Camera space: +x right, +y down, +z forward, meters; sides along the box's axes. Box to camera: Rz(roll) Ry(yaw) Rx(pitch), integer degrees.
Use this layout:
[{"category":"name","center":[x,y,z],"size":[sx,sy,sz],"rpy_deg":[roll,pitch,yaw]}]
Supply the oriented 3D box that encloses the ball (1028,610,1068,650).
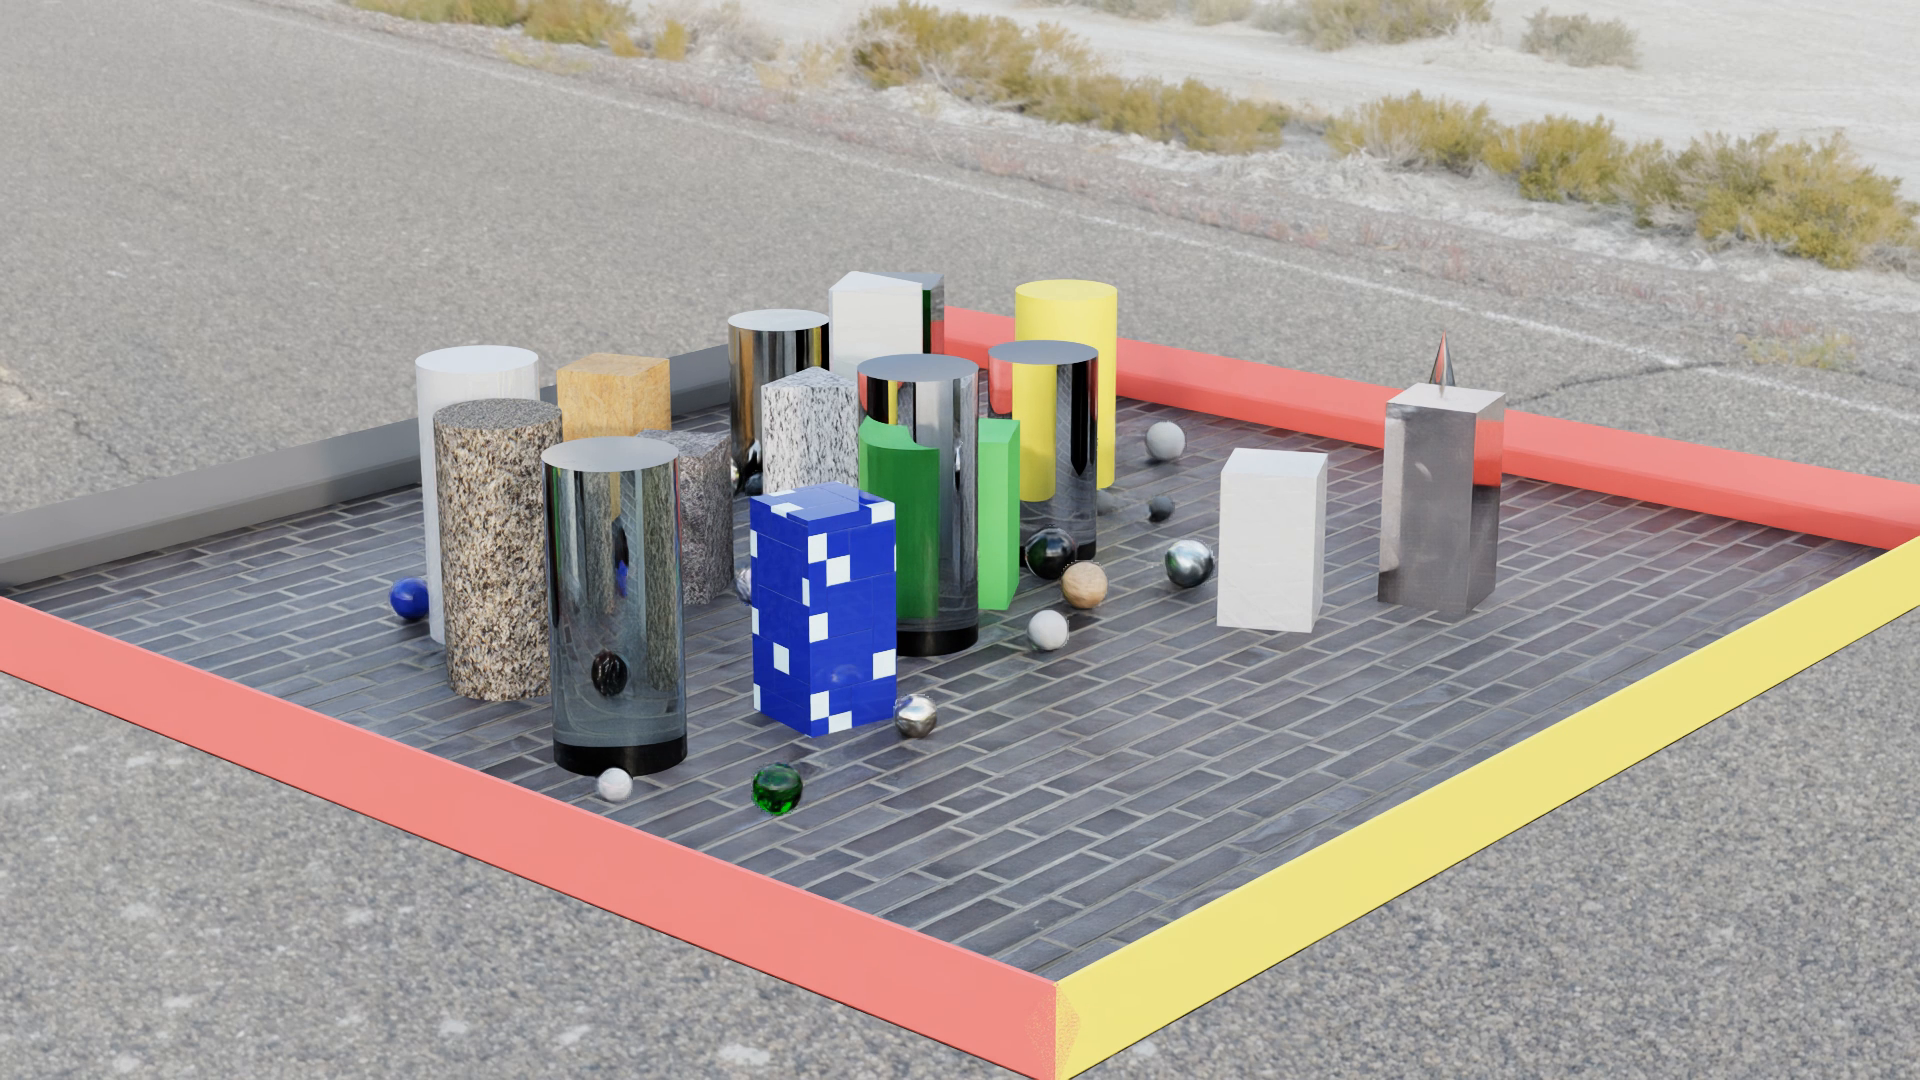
[{"category":"ball","center":[0.145,0.149,4.846],"size":[0.067,0.067,0.067],"rpy_deg":[0,17,0]}]

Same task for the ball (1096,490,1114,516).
[{"category":"ball","center":[0.271,-0.072,5.611],"size":[0.048,0.048,0.048],"rpy_deg":[0,17,0]}]

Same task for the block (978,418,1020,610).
[{"category":"block","center":[0.014,-0.048,5.099],"size":[0.160,0.298,0.160],"rpy_deg":[2,17,8]}]

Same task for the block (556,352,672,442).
[{"category":"block","center":[-0.667,-0.208,5.676],"size":[0.160,0.271,0.160],"rpy_deg":[6,18,20]}]

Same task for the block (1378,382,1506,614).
[{"category":"block","center":[0.834,-0.073,5.080],"size":[0.160,0.357,0.160],"rpy_deg":[9,19,27]}]

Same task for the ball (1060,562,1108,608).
[{"category":"ball","center":[0.214,0.078,5.056],"size":[0.081,0.081,0.081],"rpy_deg":[0,17,0]}]

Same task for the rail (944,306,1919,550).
[{"category":"rail","center":[0.855,-0.251,6.062],"size":[2.594,0.130,0.045],"rpy_deg":[14,22,39]}]

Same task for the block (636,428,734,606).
[{"category":"block","center":[-0.499,-0.042,5.135],"size":[0.160,0.265,0.160],"rpy_deg":[4,17,13]}]

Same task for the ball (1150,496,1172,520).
[{"category":"ball","center":[0.383,-0.062,5.581],"size":[0.046,0.046,0.046],"rpy_deg":[0,17,0]}]

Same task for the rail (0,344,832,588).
[{"category":"rail","center":[-0.961,-0.208,5.919],"size":[0.045,0.130,2.654],"rpy_deg":[14,22,39]}]

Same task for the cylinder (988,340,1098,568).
[{"category":"cylinder","center":[0.150,-0.158,5.327],"size":[0.200,0.376,0.200],"rpy_deg":[0,17,0]}]

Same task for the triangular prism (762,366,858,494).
[{"category":"triangular prism","center":[-0.256,-0.111,5.187],"size":[0.173,0.367,0.150],"rpy_deg":[0,17,0]}]

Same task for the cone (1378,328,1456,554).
[{"category":"cone","center":[0.867,-0.176,5.306],"size":[0.200,0.424,0.200],"rpy_deg":[0,17,0]}]

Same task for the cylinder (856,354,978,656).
[{"category":"cylinder","center":[-0.069,-0.059,4.846],"size":[0.200,0.465,0.200],"rpy_deg":[0,17,0]}]

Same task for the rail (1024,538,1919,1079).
[{"category":"rail","center":[0.961,0.273,4.320],"size":[0.045,0.130,2.654],"rpy_deg":[14,22,39]}]

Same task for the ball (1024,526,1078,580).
[{"category":"ball","center":[0.162,0.024,5.213],"size":[0.095,0.095,0.095],"rpy_deg":[0,17,0]}]

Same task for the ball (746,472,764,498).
[{"category":"ball","center":[-0.389,-0.103,5.701],"size":[0.055,0.055,0.055],"rpy_deg":[0,17,0]}]

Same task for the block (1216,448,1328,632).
[{"category":"block","center":[0.532,-0.001,4.990],"size":[0.160,0.271,0.160],"rpy_deg":[4,17,13]}]

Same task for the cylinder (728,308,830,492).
[{"category":"cylinder","center":[-0.355,-0.272,5.785],"size":[0.200,0.332,0.200],"rpy_deg":[0,17,0]}]

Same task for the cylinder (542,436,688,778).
[{"category":"cylinder","center":[-0.508,0.097,4.325],"size":[0.200,0.465,0.200],"rpy_deg":[0,17,0]}]

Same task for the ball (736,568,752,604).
[{"category":"ball","center":[-0.353,0.080,5.075],"size":[0.068,0.068,0.068],"rpy_deg":[0,17,0]}]

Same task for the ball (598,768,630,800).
[{"category":"ball","center":[-0.496,0.351,4.209],"size":[0.047,0.047,0.047],"rpy_deg":[0,17,0]}]

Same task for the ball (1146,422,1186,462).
[{"category":"ball","center":[0.419,-0.201,5.980],"size":[0.082,0.082,0.082],"rpy_deg":[0,17,0]}]

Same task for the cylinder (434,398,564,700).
[{"category":"cylinder","center":[-0.723,0.013,4.648],"size":[0.200,0.440,0.200],"rpy_deg":[0,17,0]}]

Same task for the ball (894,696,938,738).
[{"category":"ball","center":[-0.067,0.269,4.451],"size":[0.065,0.065,0.065],"rpy_deg":[0,17,0]}]

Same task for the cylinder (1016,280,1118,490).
[{"category":"cylinder","center":[0.208,-0.305,5.801],"size":[0.200,0.386,0.200],"rpy_deg":[0,17,0]}]

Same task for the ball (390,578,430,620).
[{"category":"ball","center":[-0.935,0.100,5.001],"size":[0.071,0.071,0.071],"rpy_deg":[0,17,0]}]

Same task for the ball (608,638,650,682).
[{"category":"ball","center":[-0.531,0.192,4.699],"size":[0.069,0.069,0.069],"rpy_deg":[0,17,0]}]

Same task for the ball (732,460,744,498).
[{"category":"ball","center":[-0.467,-0.119,5.690],"size":[0.093,0.093,0.093],"rpy_deg":[0,17,0]}]

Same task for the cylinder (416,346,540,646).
[{"category":"cylinder","center":[-0.793,-0.072,4.882],"size":[0.200,0.470,0.200],"rpy_deg":[0,17,0]}]

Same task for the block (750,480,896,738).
[{"category":"block","center":[-0.210,0.104,4.514],"size":[0.160,0.344,0.160],"rpy_deg":[-12,21,-35]}]

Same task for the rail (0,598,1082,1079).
[{"category":"rail","center":[-0.855,0.316,4.177],"size":[2.594,0.130,0.045],"rpy_deg":[14,22,39]}]

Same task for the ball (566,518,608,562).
[{"category":"ball","center":[-0.679,0.010,5.249],"size":[0.100,0.100,0.100],"rpy_deg":[0,17,0]}]

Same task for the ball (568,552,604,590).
[{"category":"ball","center":[-0.661,0.053,5.161],"size":[0.068,0.068,0.068],"rpy_deg":[0,17,0]}]

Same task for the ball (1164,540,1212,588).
[{"category":"ball","center":[0.403,0.041,5.170],"size":[0.086,0.086,0.086],"rpy_deg":[0,17,0]}]

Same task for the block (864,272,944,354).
[{"category":"block","center":[-0.123,-0.335,5.905],"size":[0.160,0.382,0.160],"rpy_deg":[3,17,9]}]

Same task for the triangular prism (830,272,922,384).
[{"category":"triangular prism","center":[-0.173,-0.239,5.398],"size":[0.173,0.491,0.150],"rpy_deg":[-5,18,-17]}]

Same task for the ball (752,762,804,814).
[{"category":"ball","center":[-0.259,0.352,4.161],"size":[0.072,0.072,0.072],"rpy_deg":[0,17,0]}]
